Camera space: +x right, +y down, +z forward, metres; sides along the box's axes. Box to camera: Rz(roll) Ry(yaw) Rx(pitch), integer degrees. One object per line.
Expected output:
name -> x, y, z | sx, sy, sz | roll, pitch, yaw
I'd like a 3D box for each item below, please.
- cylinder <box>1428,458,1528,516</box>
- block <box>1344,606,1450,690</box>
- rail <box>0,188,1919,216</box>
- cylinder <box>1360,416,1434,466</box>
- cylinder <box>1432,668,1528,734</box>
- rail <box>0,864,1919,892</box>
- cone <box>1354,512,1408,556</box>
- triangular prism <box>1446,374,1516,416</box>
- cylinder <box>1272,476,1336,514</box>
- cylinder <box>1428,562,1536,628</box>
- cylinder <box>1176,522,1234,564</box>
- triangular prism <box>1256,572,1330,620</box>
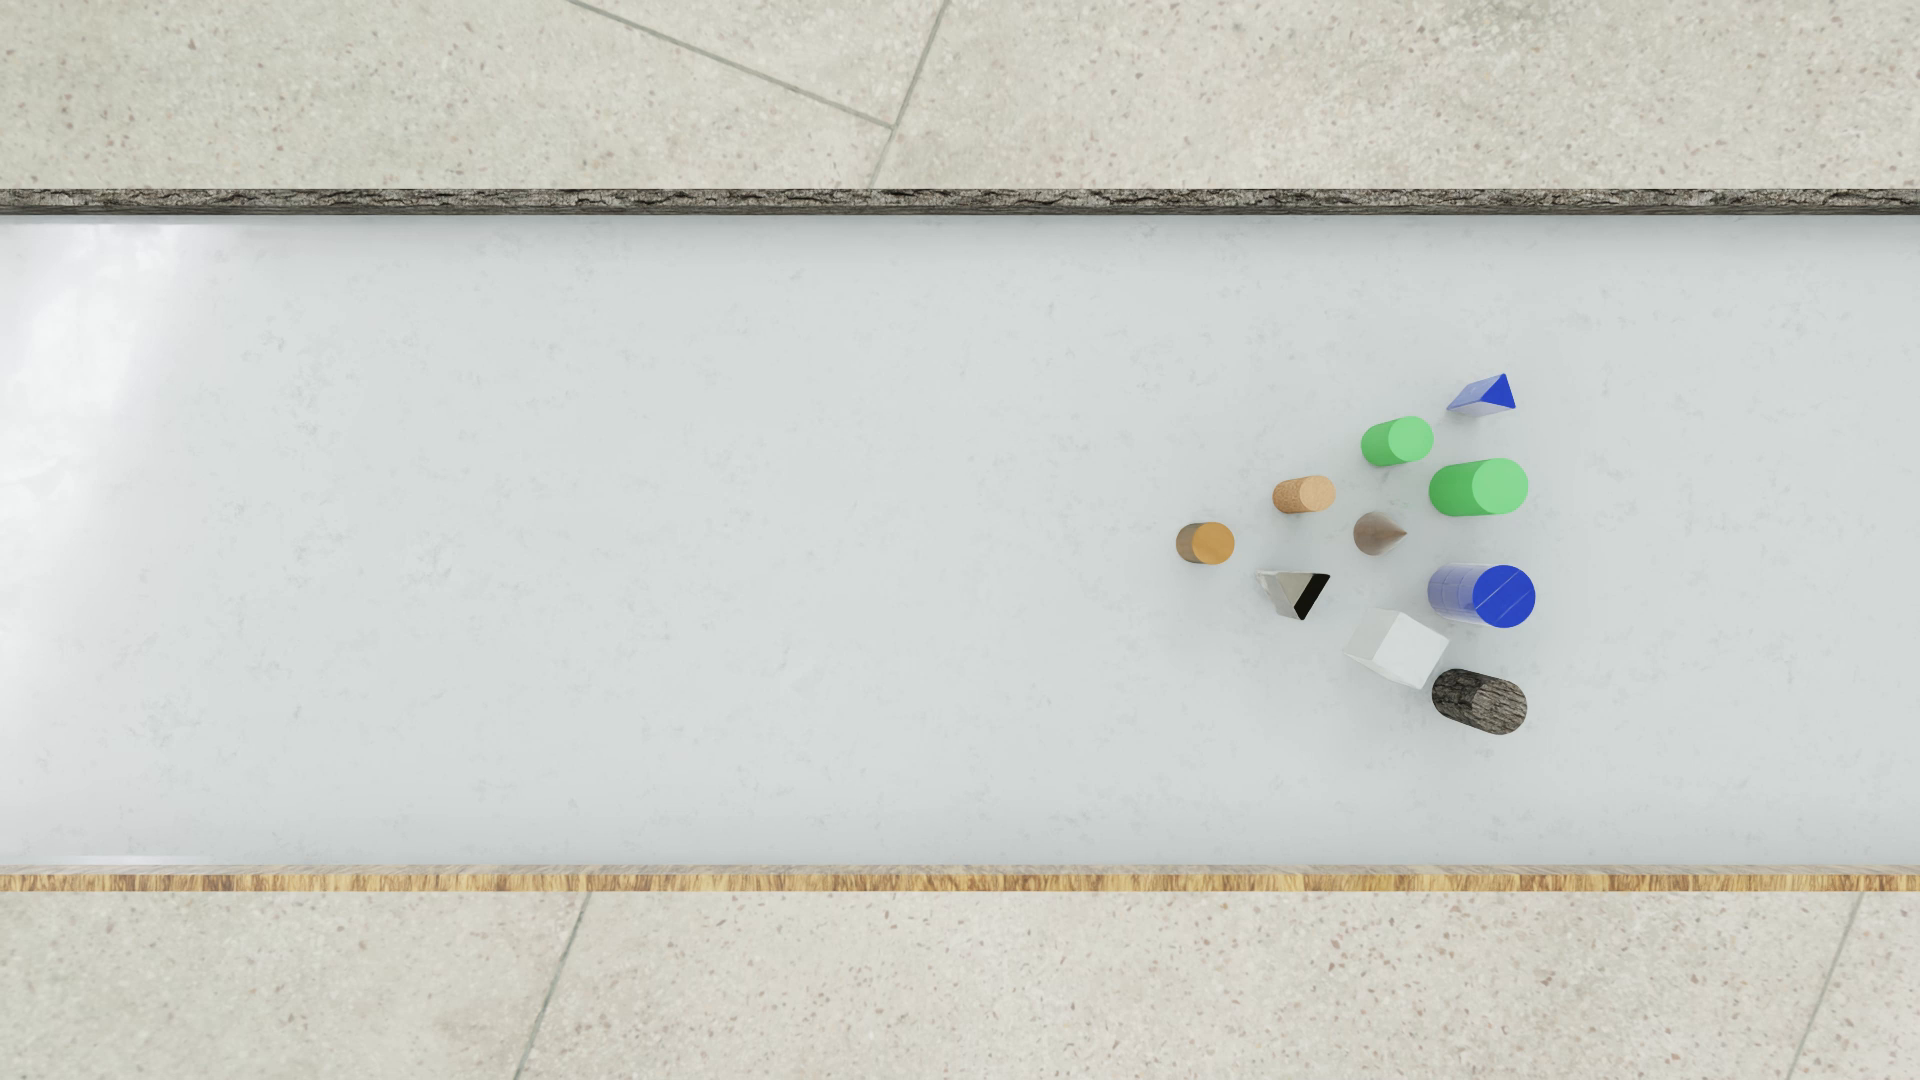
cylinder -> 1.523, -0.152, 4.862 | 0.160, 0.428, 0.160 | 0, 90, 0
block -> 1.289, 0.317, 4.897 | 0.164, 0.359, 0.164 | 30, 90, 0
rail -> -2.247, -1.025, 5.002 | 12.000, 0.150, 0.050 | 0, 90, 0
cylinder -> 1.299, -0.292, 4.914 | 0.132, 0.325, 0.132 | 0, 90, 0
cylinder -> 1.530, 0.474, 4.876 | 0.158, 0.400, 0.158 | 0, 90, 0
rail -> -2.247, 1.025, 5.001 | 12.000, 0.150, 0.050 | 0, 90, 0
cone -> 1.279, -0.019, 4.894 | 0.138, 0.365, 0.138 | 0, 90, 0
triangular prism -> 1.558, -0.435, 4.912 | 0.104, 0.329, 0.090 | 12, 90, 0
cylinder -> 1.013, -0.133, 4.874 | 0.103, 0.405, 0.103 | 0, 90, 0
cylinder -> 1.527, 0.159, 4.852 | 0.178, 0.449, 0.178 | 0, 90, 0
cylinder -> 0.725, 0.010, 4.898 | 0.123, 0.356, 0.123 | 0, 90, 0
triangular prism -> 0.966, 0.131, 4.906 | 0.133, 0.341, 0.153 | 32, 90, 0
